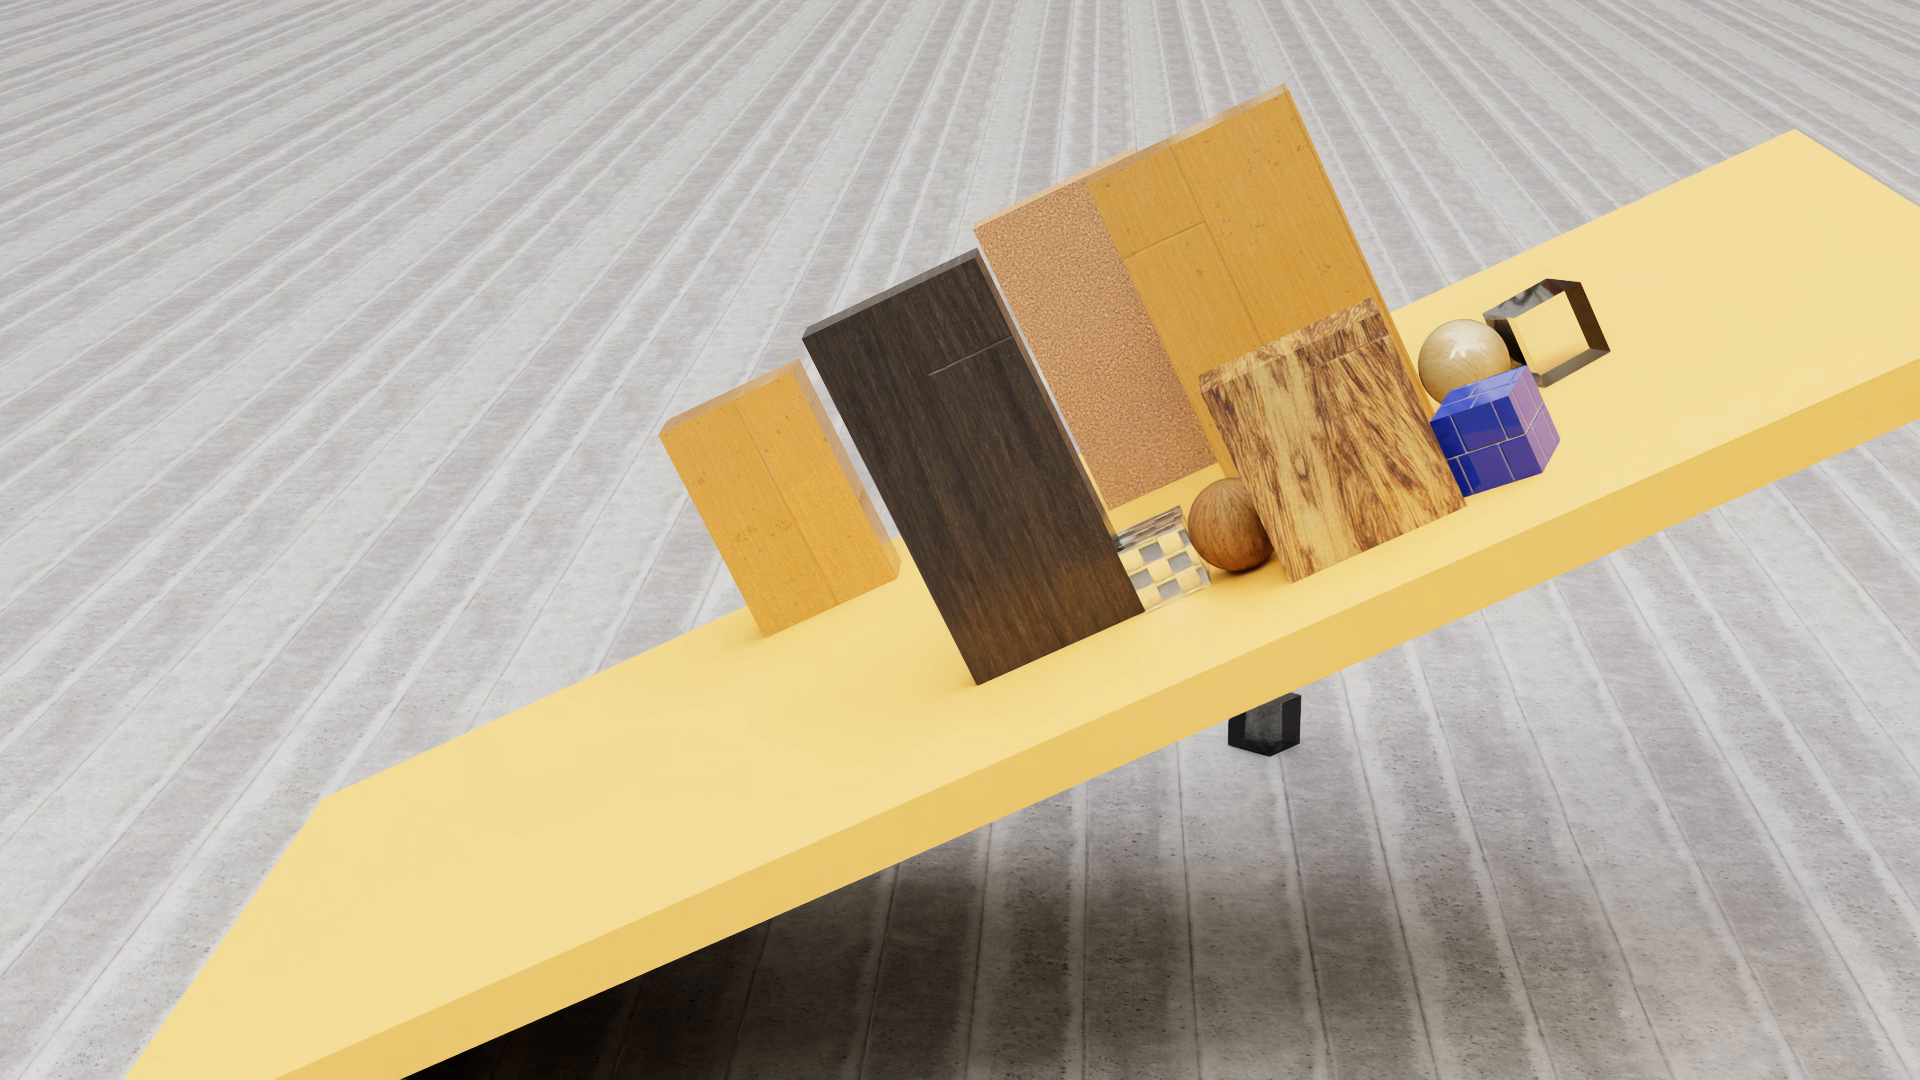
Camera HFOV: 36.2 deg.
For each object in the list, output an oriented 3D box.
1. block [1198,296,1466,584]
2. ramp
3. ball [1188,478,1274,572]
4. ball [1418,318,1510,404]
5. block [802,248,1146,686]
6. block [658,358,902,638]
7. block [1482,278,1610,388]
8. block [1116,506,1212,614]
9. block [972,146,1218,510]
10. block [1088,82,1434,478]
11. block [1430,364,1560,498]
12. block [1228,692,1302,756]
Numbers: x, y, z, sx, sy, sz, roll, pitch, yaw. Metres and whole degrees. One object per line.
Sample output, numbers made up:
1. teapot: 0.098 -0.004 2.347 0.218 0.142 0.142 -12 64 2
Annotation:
1. block: 0.692 -0.186 5.476 0.355 0.402 0.150 -24 13 9
2. ramp: 0.137 0.168 6.282 4.000 0.100 2.000 -24 13 9
3. ball: 0.530 -0.031 5.674 0.182 0.182 0.182 0 16 0
4. ball: 1.022 -0.356 5.970 0.185 0.185 0.185 0 16 0
5. block: 0.033 -0.138 5.735 0.368 0.773 0.107 -24 13 9
6. block: -0.420 -0.097 6.935 0.351 0.549 0.146 -24 13 9
7. block: 1.187 -0.420 5.959 0.158 0.158 0.158 -29 13 -9
8. block: 0.399 0.037 5.762 0.138 0.138 0.138 -24 13 9
9. block: 0.359 -0.464 6.508 0.392 0.703 0.094 -24 13 9
10. block: 0.620 -0.489 5.997 0.440 0.754 0.125 -24 13 9
11. block: 0.999 -0.203 5.486 0.161 0.161 0.161 -19 15 30
12. block: 0.847 0.501 8.182 0.143 0.143 0.143 14 21 39
